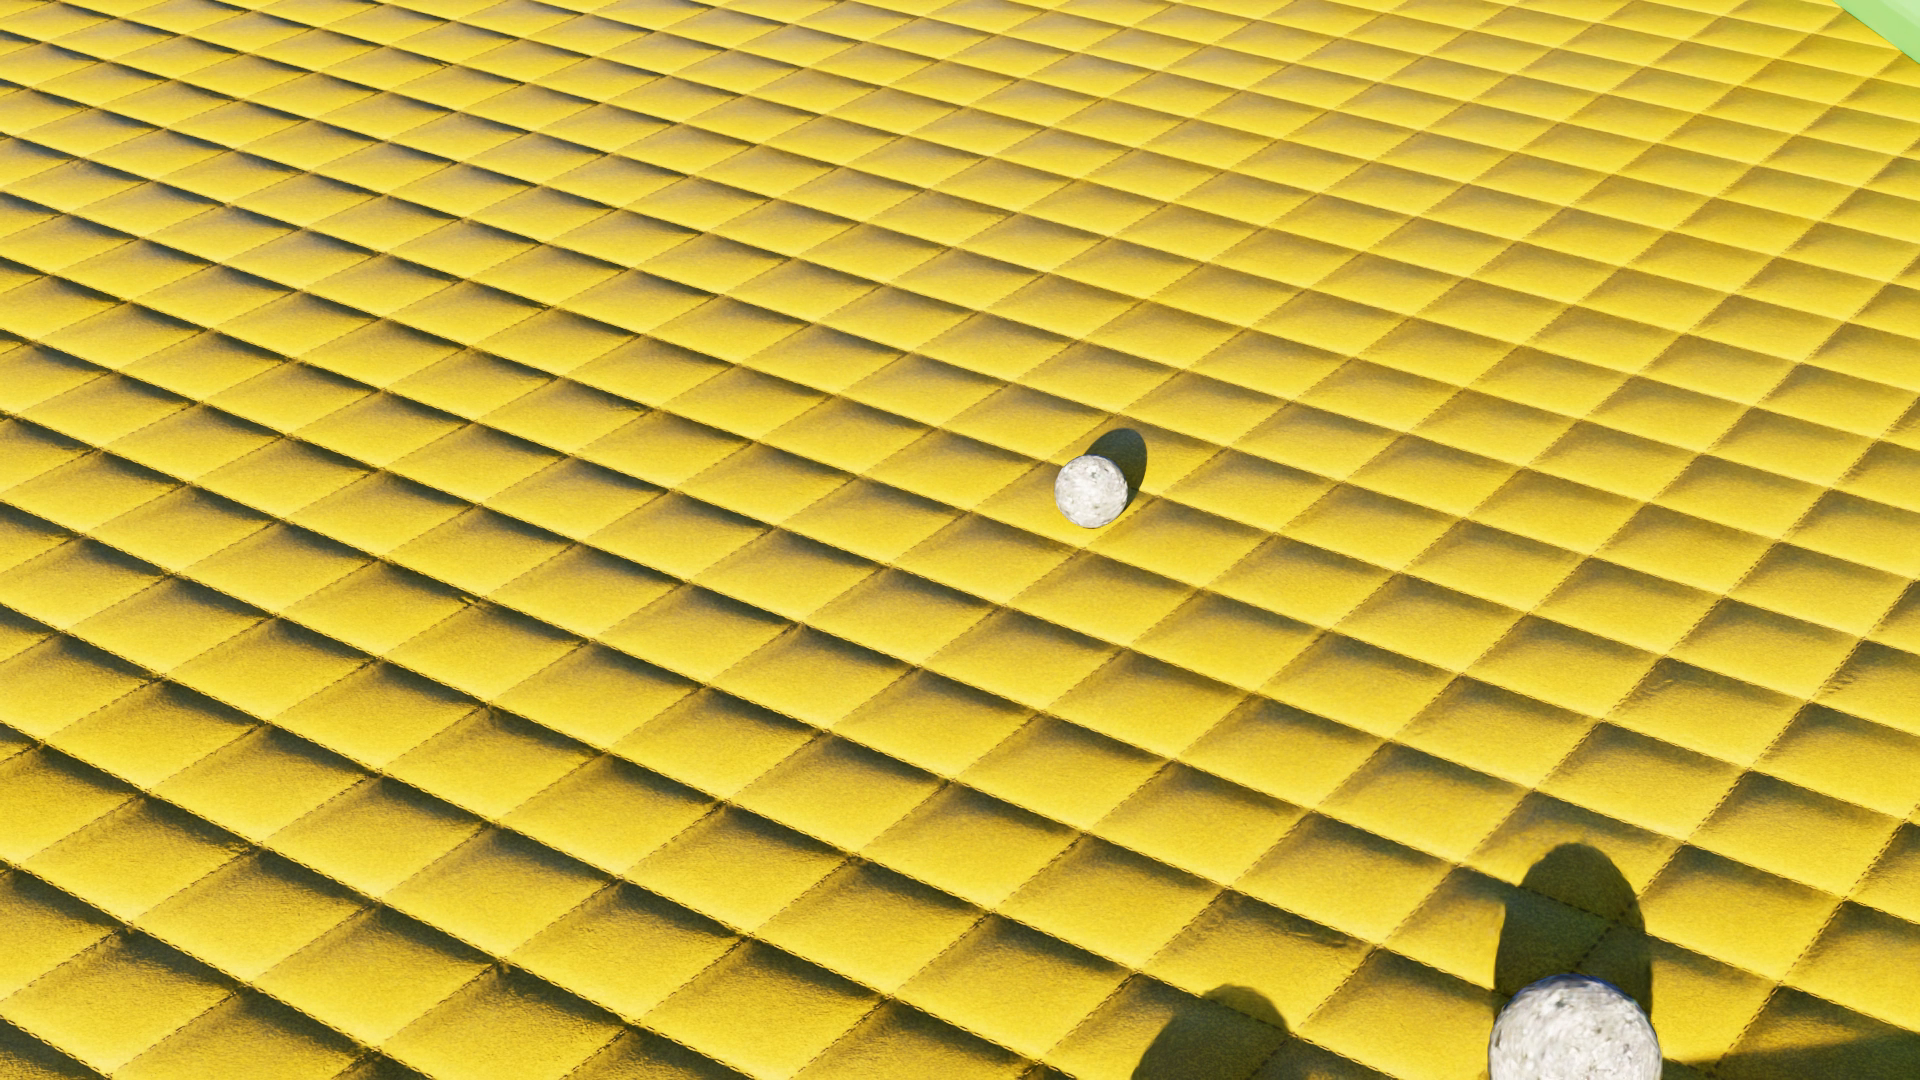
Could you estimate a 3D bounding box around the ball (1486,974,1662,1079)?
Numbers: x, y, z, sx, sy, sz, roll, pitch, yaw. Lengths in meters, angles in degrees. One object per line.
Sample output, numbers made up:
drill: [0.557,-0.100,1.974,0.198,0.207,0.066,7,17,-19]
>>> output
ball: [0.281,0.238,1.344,0.078,0.078,0.078,0,28,0]

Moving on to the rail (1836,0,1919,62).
rail: [0.842,-0.510,2.681,0.045,0.125,3.466,-5,29,-8]

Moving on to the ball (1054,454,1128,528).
ball: [0.084,-0.031,1.876,0.047,0.047,0.047,0,28,0]
